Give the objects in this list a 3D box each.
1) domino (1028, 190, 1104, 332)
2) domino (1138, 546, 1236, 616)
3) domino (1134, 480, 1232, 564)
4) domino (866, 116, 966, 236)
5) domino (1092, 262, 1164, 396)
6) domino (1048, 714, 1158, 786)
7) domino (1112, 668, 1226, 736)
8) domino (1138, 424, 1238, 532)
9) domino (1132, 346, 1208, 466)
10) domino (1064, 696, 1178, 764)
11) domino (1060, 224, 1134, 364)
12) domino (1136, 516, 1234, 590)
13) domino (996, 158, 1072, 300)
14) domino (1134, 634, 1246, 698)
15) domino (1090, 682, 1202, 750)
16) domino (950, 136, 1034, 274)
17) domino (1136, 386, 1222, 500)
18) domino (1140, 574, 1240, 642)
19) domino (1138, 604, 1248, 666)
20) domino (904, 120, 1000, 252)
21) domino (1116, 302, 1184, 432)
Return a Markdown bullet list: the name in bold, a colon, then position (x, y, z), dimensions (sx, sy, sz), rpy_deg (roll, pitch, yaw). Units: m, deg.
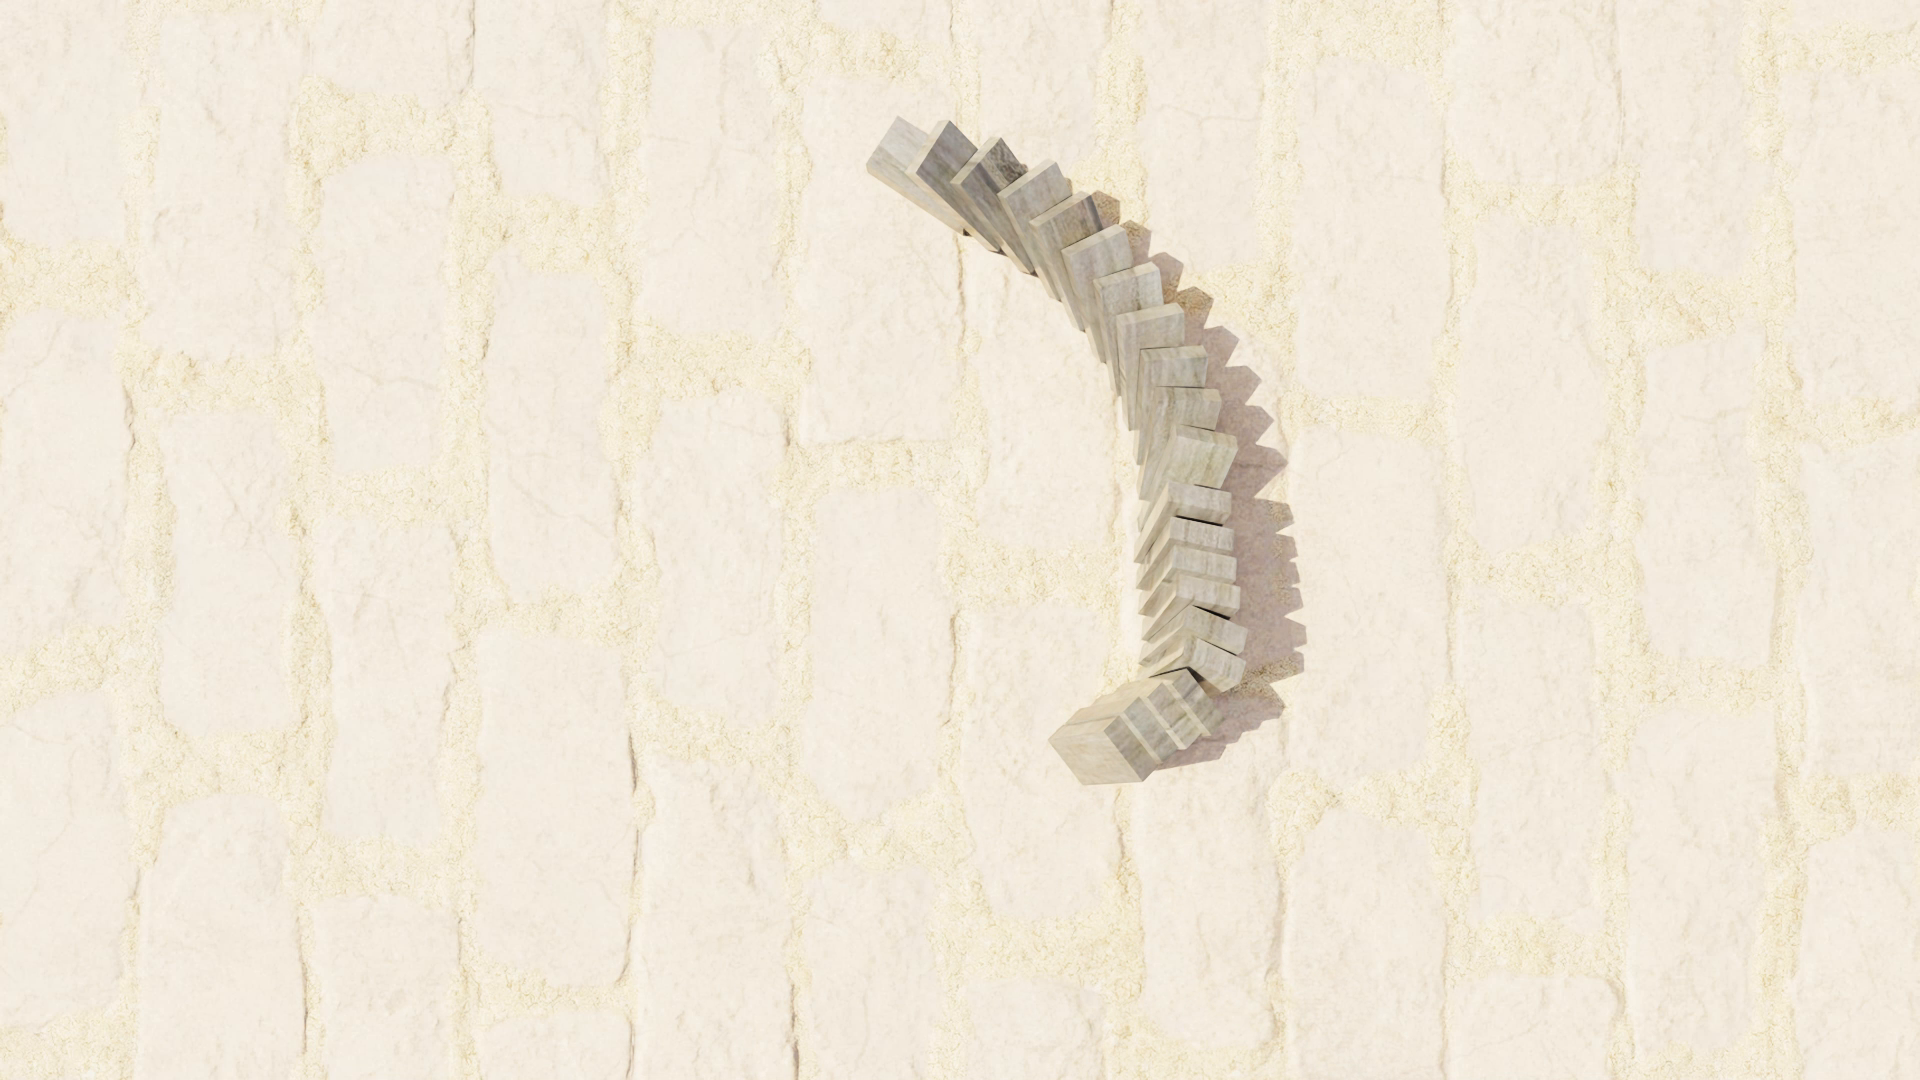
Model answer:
- **domino**: position (0.050, -0.115, 0.382), dimensions (0.025, 0.009, 0.050), rpy_deg (-31, 125, 0)
- **domino**: position (0.092, 0.020, 0.376), dimensions (0.025, 0.050, 0.009), rpy_deg (12, 63, 0)
- **domino**: position (0.090, -0.004, 0.376), dimensions (0.025, 0.050, 0.009), rpy_deg (11, 60, 0)
- **domino**: position (-0.013, -0.157, 0.395), dimensions (0.050, 0.009, 0.025), rpy_deg (34, 90, 0)
- **domino**: position (0.072, -0.087, 0.382), dimensions (0.025, 0.009, 0.050), rpy_deg (-17, 126, 0)
- **domino**: position (0.057, 0.087, 0.375), dimensions (0.010, 0.050, 0.025), rpy_deg (-38, 90, -26)
- **domino**: position (0.083, 0.069, 0.375), dimensions (0.010, 0.050, 0.025), rpy_deg (-38, 90, -26)
- **domino**: position (0.094, -0.023, 0.380), dimensions (0.025, 0.010, 0.050), rpy_deg (12, 129, -2)
- **domino**: position (0.087, -0.055, 0.381), dimensions (0.025, 0.010, 0.050), rpy_deg (-4, 129, 0)
- **domino**: position (0.065, 0.080, 0.375), dimensions (0.009, 0.050, 0.025), rpy_deg (-38, 90, -26)
- **domino**: position (0.062, -0.102, 0.382), dimensions (0.025, 0.009, 0.050), rpy_deg (-25, 126, 0)
- **domino**: position (0.091, 0.008, 0.376), dimensions (0.025, 0.050, 0.010), rpy_deg (12, 63, 0)
- **domino**: position (0.038, -0.129, 0.382), dimensions (0.025, 0.010, 0.050), rpy_deg (-35, 125, 0)
- **domino**: position (0.093, 0.056, 0.375), dimensions (0.025, 0.050, 0.010), rpy_deg (26, 63, -1)
- **domino**: position (0.074, 0.074, 0.375), dimensions (0.009, 0.050, 0.025), rpy_deg (-38, 90, -26)
- **domino**: position (0.021, -0.139, 0.381), dimensions (0.025, 0.009, 0.050), rpy_deg (-49, 126, -1)
- **domino**: position (0.090, -0.039, 0.380), dimensions (0.025, 0.009, 0.050), rpy_deg (3, 130, 0)
- **domino**: position (0.093, 0.031, 0.376), dimensions (0.025, 0.050, 0.010), rpy_deg (12, 63, 0)
- **domino**: position (0.094, 0.044, 0.376), dimensions (0.025, 0.050, 0.010), rpy_deg (23, 63, 0)
- **domino**: position (0.004, -0.146, 0.381), dimensions (0.050, 0.010, 0.025), rpy_deg (33, 91, -36)
- **domino**: position (0.080, -0.071, 0.381), dimensions (0.025, 0.009, 0.050), rpy_deg (-12, 129, 0)
